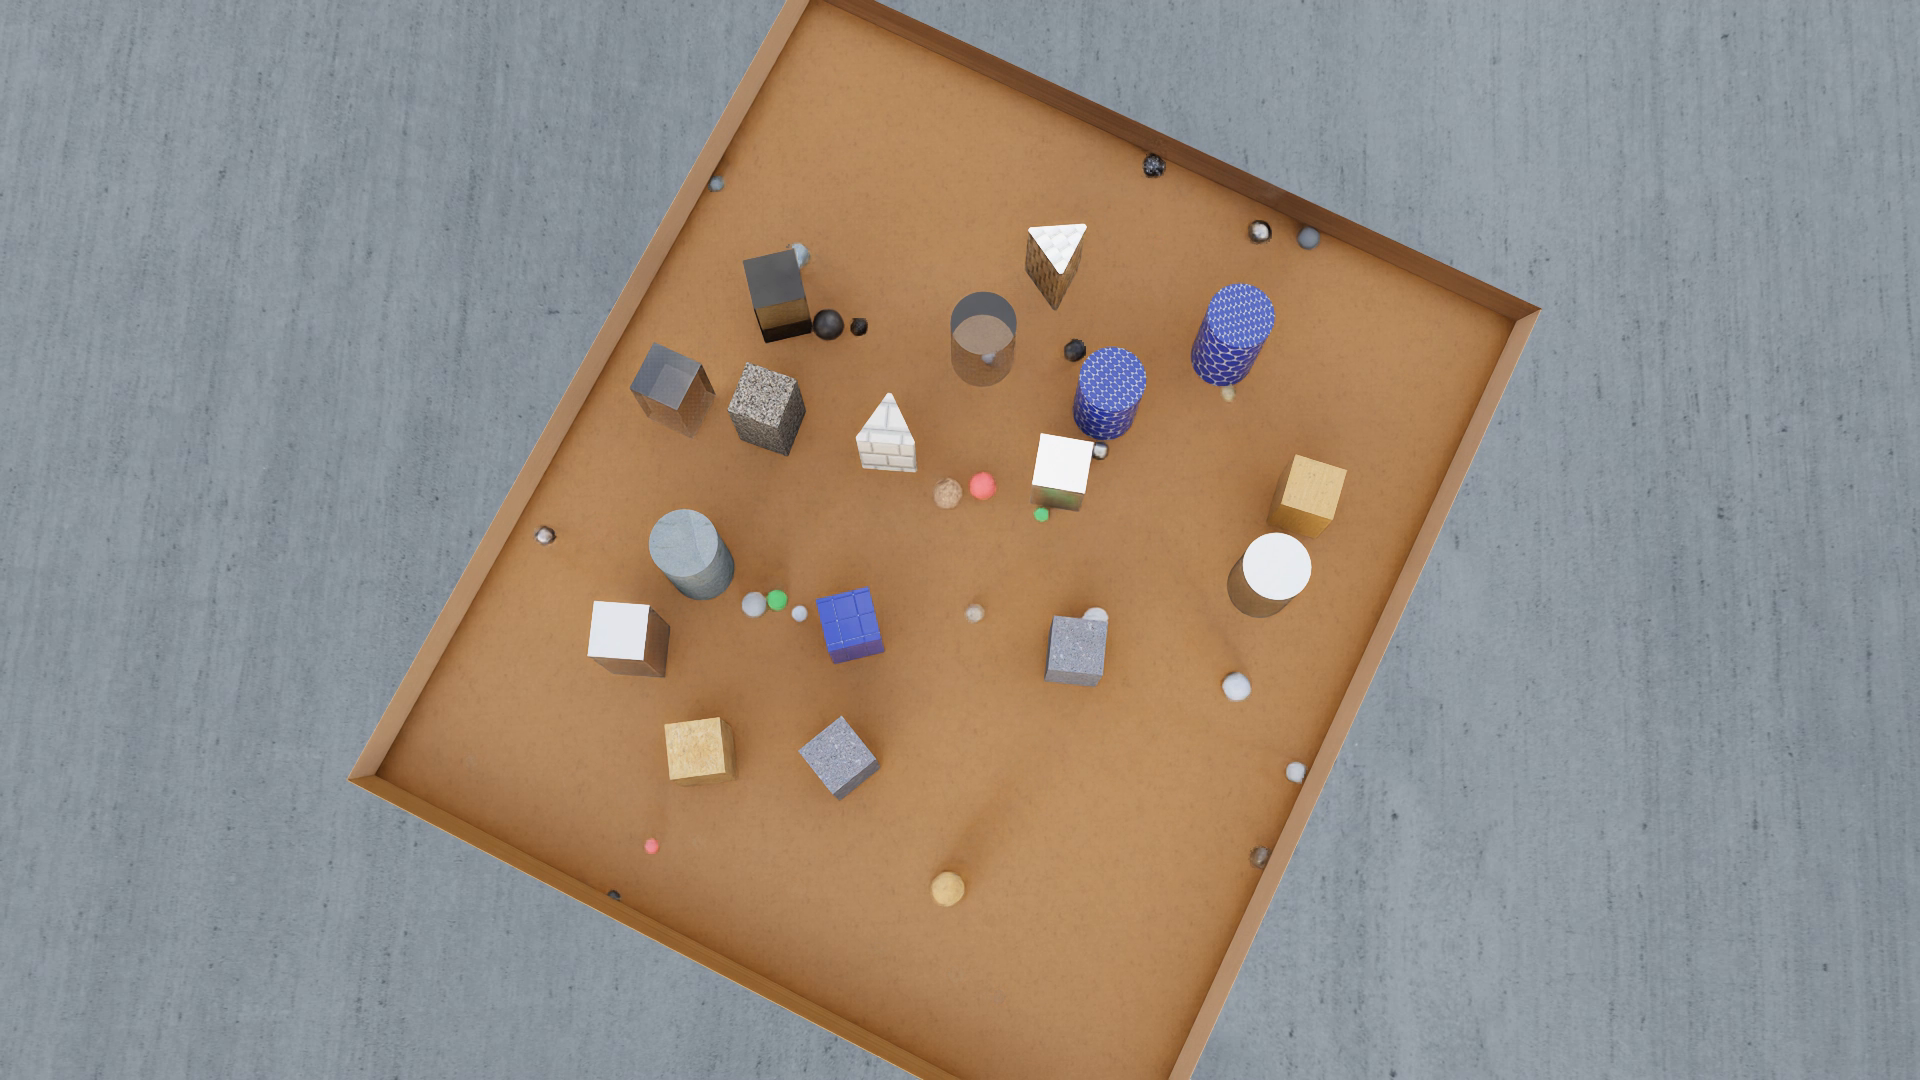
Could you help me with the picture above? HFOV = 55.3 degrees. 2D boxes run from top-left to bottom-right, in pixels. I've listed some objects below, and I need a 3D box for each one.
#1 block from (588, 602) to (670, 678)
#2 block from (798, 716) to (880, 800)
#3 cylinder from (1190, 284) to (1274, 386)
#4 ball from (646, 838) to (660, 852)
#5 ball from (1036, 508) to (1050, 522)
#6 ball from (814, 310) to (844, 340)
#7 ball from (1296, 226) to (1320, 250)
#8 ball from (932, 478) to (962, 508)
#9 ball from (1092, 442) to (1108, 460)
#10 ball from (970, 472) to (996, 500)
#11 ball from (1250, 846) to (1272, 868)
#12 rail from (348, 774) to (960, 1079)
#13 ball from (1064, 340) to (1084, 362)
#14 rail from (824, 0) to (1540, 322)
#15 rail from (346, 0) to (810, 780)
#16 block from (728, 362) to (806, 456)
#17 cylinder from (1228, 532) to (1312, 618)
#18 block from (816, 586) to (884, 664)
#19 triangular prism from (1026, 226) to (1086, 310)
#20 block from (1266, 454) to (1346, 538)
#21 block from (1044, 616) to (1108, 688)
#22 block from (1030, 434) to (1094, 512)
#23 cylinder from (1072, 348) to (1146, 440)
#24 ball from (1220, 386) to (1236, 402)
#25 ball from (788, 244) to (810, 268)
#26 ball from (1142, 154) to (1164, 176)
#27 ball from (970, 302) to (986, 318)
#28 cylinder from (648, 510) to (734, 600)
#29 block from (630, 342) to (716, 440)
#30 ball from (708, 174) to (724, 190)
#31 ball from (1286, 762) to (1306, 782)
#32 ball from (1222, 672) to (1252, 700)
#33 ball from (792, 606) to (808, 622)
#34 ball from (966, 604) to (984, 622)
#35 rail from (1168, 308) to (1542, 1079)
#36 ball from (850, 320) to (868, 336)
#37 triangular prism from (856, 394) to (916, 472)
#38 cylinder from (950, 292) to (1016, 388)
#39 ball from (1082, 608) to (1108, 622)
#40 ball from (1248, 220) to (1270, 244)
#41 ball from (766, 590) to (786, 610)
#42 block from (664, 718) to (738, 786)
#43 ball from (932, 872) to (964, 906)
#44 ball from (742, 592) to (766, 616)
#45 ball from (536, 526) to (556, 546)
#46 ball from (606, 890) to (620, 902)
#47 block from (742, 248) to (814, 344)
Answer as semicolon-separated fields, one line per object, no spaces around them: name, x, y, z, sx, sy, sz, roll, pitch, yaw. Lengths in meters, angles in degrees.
block;-0.963;0.294;5.357;0.157;0.389;0.157;4;78;1
block;-0.347;0.638;5.326;0.157;0.311;0.157;-39;81;-7
cylinder;0.820;-0.614;5.540;0.196;0.398;0.196;0;78;0
ball;-0.908;0.902;5.409;0.041;0.041;0.041;0;78;0
ball;0.252;-0.078;5.611;0.043;0.043;0.043;0;78;0
ball;-0.408;-0.670;5.705;0.097;0.097;0.097;0;78;0
ball;1.098;-0.952;5.776;0.073;0.073;0.073;0;78;0
ball;-0.040;-0.142;5.598;0.094;0.094;0.094;0;78;0
ball;0.430;-0.274;5.644;0.057;0.057;0.057;0;78;0
ball;0.070;-0.165;5.608;0.084;0.084;0.084;0;78;0
ball;0.887;0.932;5.391;0.065;0.065;0.065;0;78;0
rail;-0.636;1.252;5.291;2.557;0.128;0.045;26;80;5
ball;0.354;-0.588;5.705;0.065;0.065;0.065;0;78;0
rail;0.636;-1.238;5.807;2.557;0.128;0.045;26;80;5
rail;-1.122;-0.543;5.663;0.045;0.128;2.890;26;80;5
block;-0.579;-0.390;5.524;0.157;0.339;0.157;20;79;4
cylinder;0.912;0.108;5.428;0.196;0.325;0.196;0;78;0
block;-0.323;0.255;5.426;0.157;0.269;0.157;-14;79;-3
triangular prism;0.314;-0.865;5.623;0.147;0.337;0.170;-33;80;-6
block;1.038;-0.128;5.505;0.157;0.270;0.157;18;79;4
block;0.340;0.331;5.408;0.157;0.274;0.157;6;78;1
block;0.304;-0.201;5.529;0.157;0.253;0.157;10;78;2
cylinder;0.448;-0.438;5.537;0.196;0.334;0.196;0;78;0
ball;0.833;-0.453;5.686;0.047;0.047;0.047;0;78;0
ball;-0.509;-0.894;5.764;0.074;0.074;0.074;0;78;0
ball;0.614;-1.190;5.827;0.071;0.071;0.071;0;78;0
ball;0.058;-0.719;5.739;0.051;0.051;0.051;0;78;0
cylinder;-0.787;0.048;5.404;0.196;0.396;0.196;0;78;0
block;-0.864;-0.448;5.541;0.157;0.330;0.157;25;79;5
ball;-0.774;-1.135;5.826;0.050;0.050;0.050;0;78;0
ball;0.998;0.689;5.442;0.062;0.062;0.062;0;78;0
ball;0.829;0.438;5.483;0.084;0.084;0.084;0;78;0
ball;-0.484;0.224;5.546;0.048;0.048;0.048;0;78;0
ball;0.047;0.220;5.543;0.055;0.055;0.055;0;78;0
rail;1.122;0.556;5.435;0.045;0.128;2.890;26;80;5
ball;-0.317;-0.663;5.727;0.053;0.053;0.053;0;78;0
triangular prism;-0.212;-0.325;5.513;0.170;0.334;0.147;5;78;1
cylinder;0.070;-0.607;5.572;0.196;0.332;0.196;0;78;0
ball;0.408;0.242;5.527;0.078;0.078;0.078;0;78;0
ball;0.944;-0.973;5.781;0.073;0.073;0.073;0;78;0
ball;-0.554;0.180;5.548;0.061;0.061;0.061;0;78;0
block;-0.752;0.620;5.339;0.157;0.293;0.157;-7;78;-2
ball;-0.036;1.018;5.356;0.098;0.098;0.098;0;78;0
ball;-0.621;0.194;5.538;0.076;0.076;0.076;0;78;0
ball;-1.265;-0.011;5.588;0.061;0.061;0.061;0;78;0
ball;-1.017;1.049;5.379;0.041;0.041;0.041;0;78;0
block;-0.552;-0.742;5.603;0.157;0.328;0.157;-13;79;-3
